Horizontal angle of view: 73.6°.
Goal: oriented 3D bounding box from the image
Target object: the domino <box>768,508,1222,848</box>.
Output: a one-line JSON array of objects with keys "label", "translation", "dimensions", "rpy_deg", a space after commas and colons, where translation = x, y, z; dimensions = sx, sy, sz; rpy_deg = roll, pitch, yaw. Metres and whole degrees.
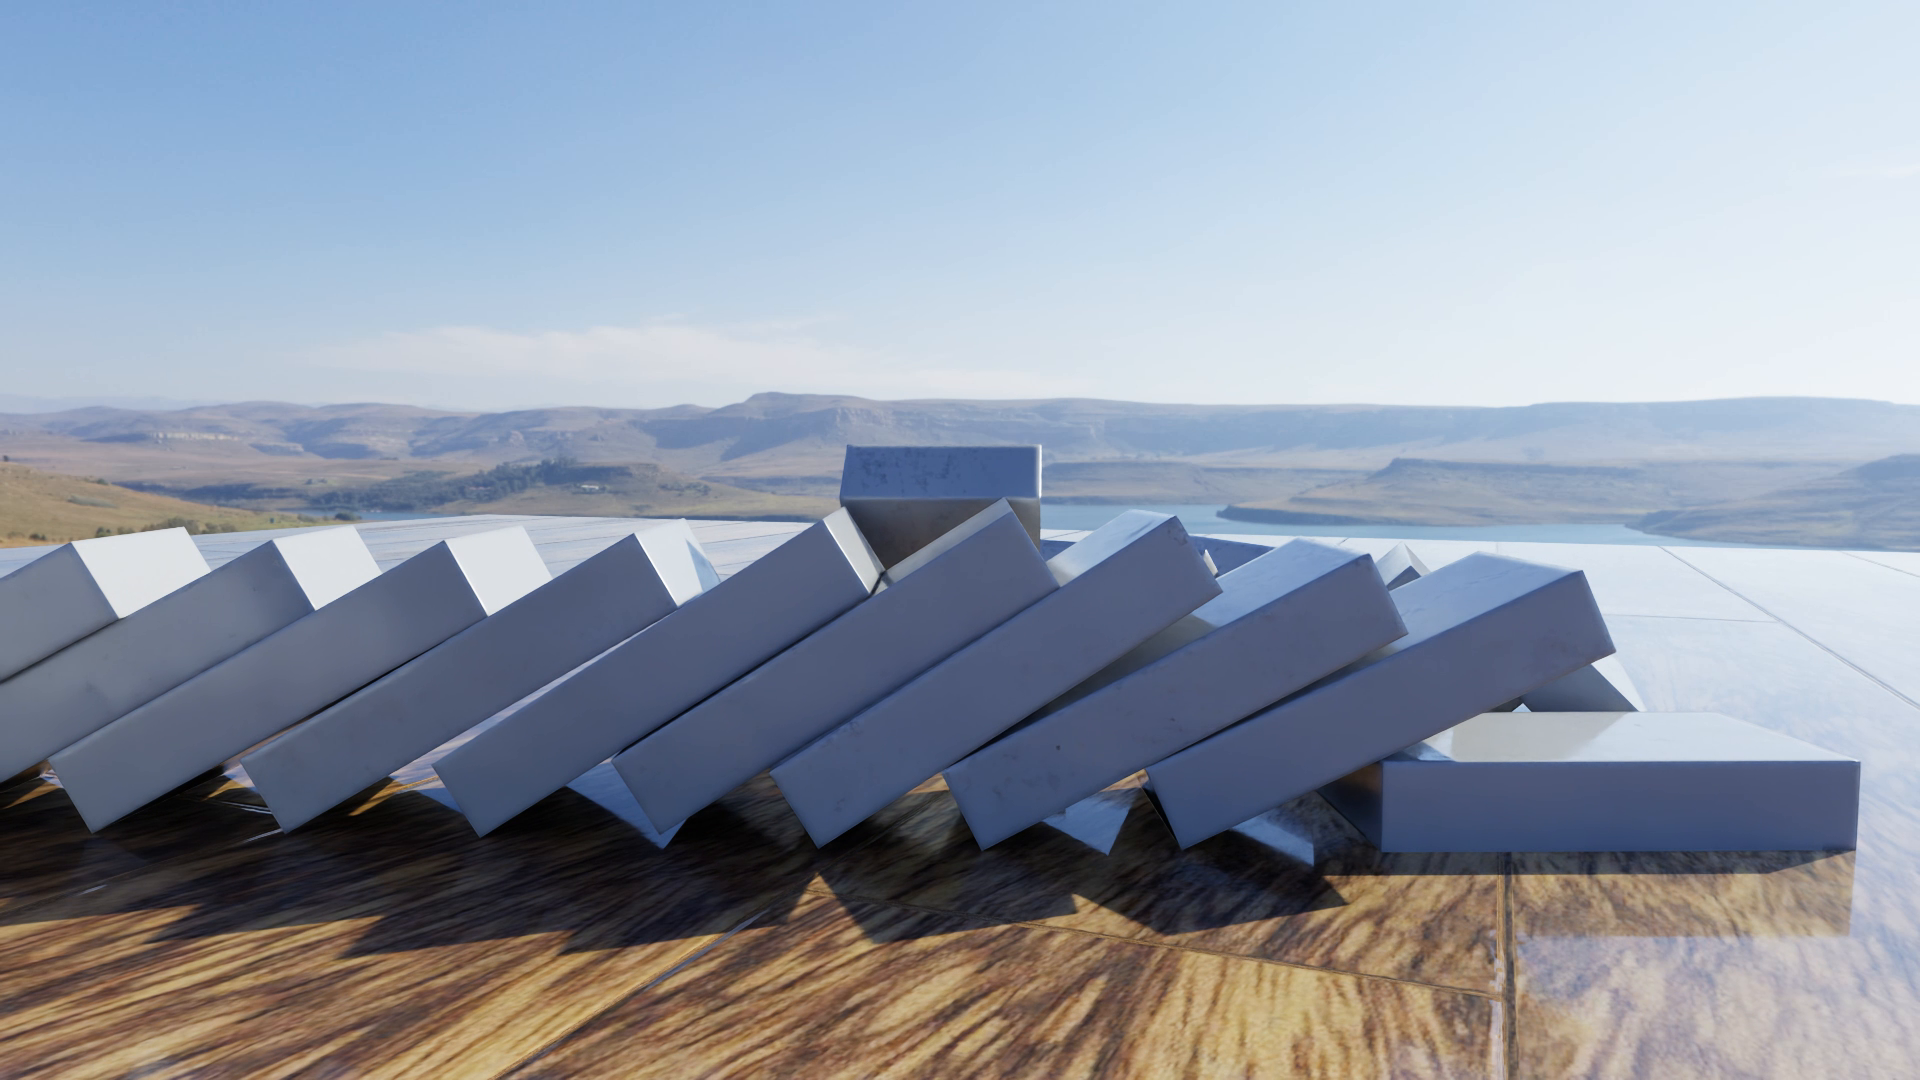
[{"label": "domino", "translation": [0.003, 0.014, 0.146], "dimensions": [0.050, 0.009, 0.025], "rpy_deg": [-32, 4, -1]}]

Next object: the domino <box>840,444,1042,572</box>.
[{"label": "domino", "translation": [-0.001, 0.008, 0.180], "dimensions": [0.025, 0.050, 0.009], "rpy_deg": [0, 49, 4]}]

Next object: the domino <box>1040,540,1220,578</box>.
[{"label": "domino", "translation": [0.027, 0.012, 0.245], "dimensions": [0.050, 0.009, 0.025], "rpy_deg": [4, -38, 39]}]

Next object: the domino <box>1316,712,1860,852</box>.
[{"label": "domino", "translation": [0.069, 0.027, 0.146], "dimensions": [0.050, 0.010, 0.025], "rpy_deg": [0, 4, -1]}]

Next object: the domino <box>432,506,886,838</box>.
[{"label": "domino", "translation": [-0.033, 0.014, 0.150], "dimensions": [0.050, 0.009, 0.025], "rpy_deg": [-32, 4, 3]}]

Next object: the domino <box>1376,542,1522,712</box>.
[{"label": "domino", "translation": [0.078, 0.014, 0.211], "dimensions": [0.009, 0.025, 0.050], "rpy_deg": [-43, -9, 16]}]

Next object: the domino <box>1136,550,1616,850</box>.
[{"label": "domino", "translation": [0.044, 0.017, 0.146], "dimensions": [0.050, 0.010, 0.025], "rpy_deg": [-25, 4, 0]}]

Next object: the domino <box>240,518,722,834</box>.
[{"label": "domino", "translation": [-0.054, 0.015, 0.151], "dimensions": [0.050, 0.010, 0.025], "rpy_deg": [-30, 4, 2]}]

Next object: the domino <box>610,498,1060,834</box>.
[{"label": "domino", "translation": [-0.013, 0.013, 0.147], "dimensions": [0.050, 0.009, 0.025], "rpy_deg": [-32, 4, 3]}]

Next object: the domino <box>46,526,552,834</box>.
[{"label": "domino", "translation": [-0.075, 0.015, 0.152], "dimensions": [0.050, 0.010, 0.025], "rpy_deg": [-28, 4, 2]}]

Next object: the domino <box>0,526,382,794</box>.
[{"label": "domino", "translation": [-0.097, 0.015, 0.153], "dimensions": [0.050, 0.009, 0.025], "rpy_deg": [-29, 7, -4]}]

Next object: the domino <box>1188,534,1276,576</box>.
[{"label": "domino", "translation": [0.058, 0.013, 0.237], "dimensions": [0.025, 0.009, 0.050], "rpy_deg": [46, -10, -16]}]

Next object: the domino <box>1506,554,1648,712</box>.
[{"label": "domino", "translation": [0.086, 0.016, 0.187], "dimensions": [0.009, 0.025, 0.050], "rpy_deg": [-46, -13, 19]}]

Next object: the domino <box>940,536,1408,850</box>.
[{"label": "domino", "translation": [0.022, 0.016, 0.146], "dimensions": [0.050, 0.009, 0.025], "rpy_deg": [-27, 4, 1]}]

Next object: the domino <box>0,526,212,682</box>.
[{"label": "domino", "translation": [-0.117, 0.015, 0.149], "dimensions": [0.050, 0.009, 0.025], "rpy_deg": [-29, 7, -4]}]

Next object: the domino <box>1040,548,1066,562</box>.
[{"label": "domino", "translation": [-0.005, 0.013, 0.236], "dimensions": [0.050, 0.010, 0.025], "rpy_deg": [1, -40, 7]}]
